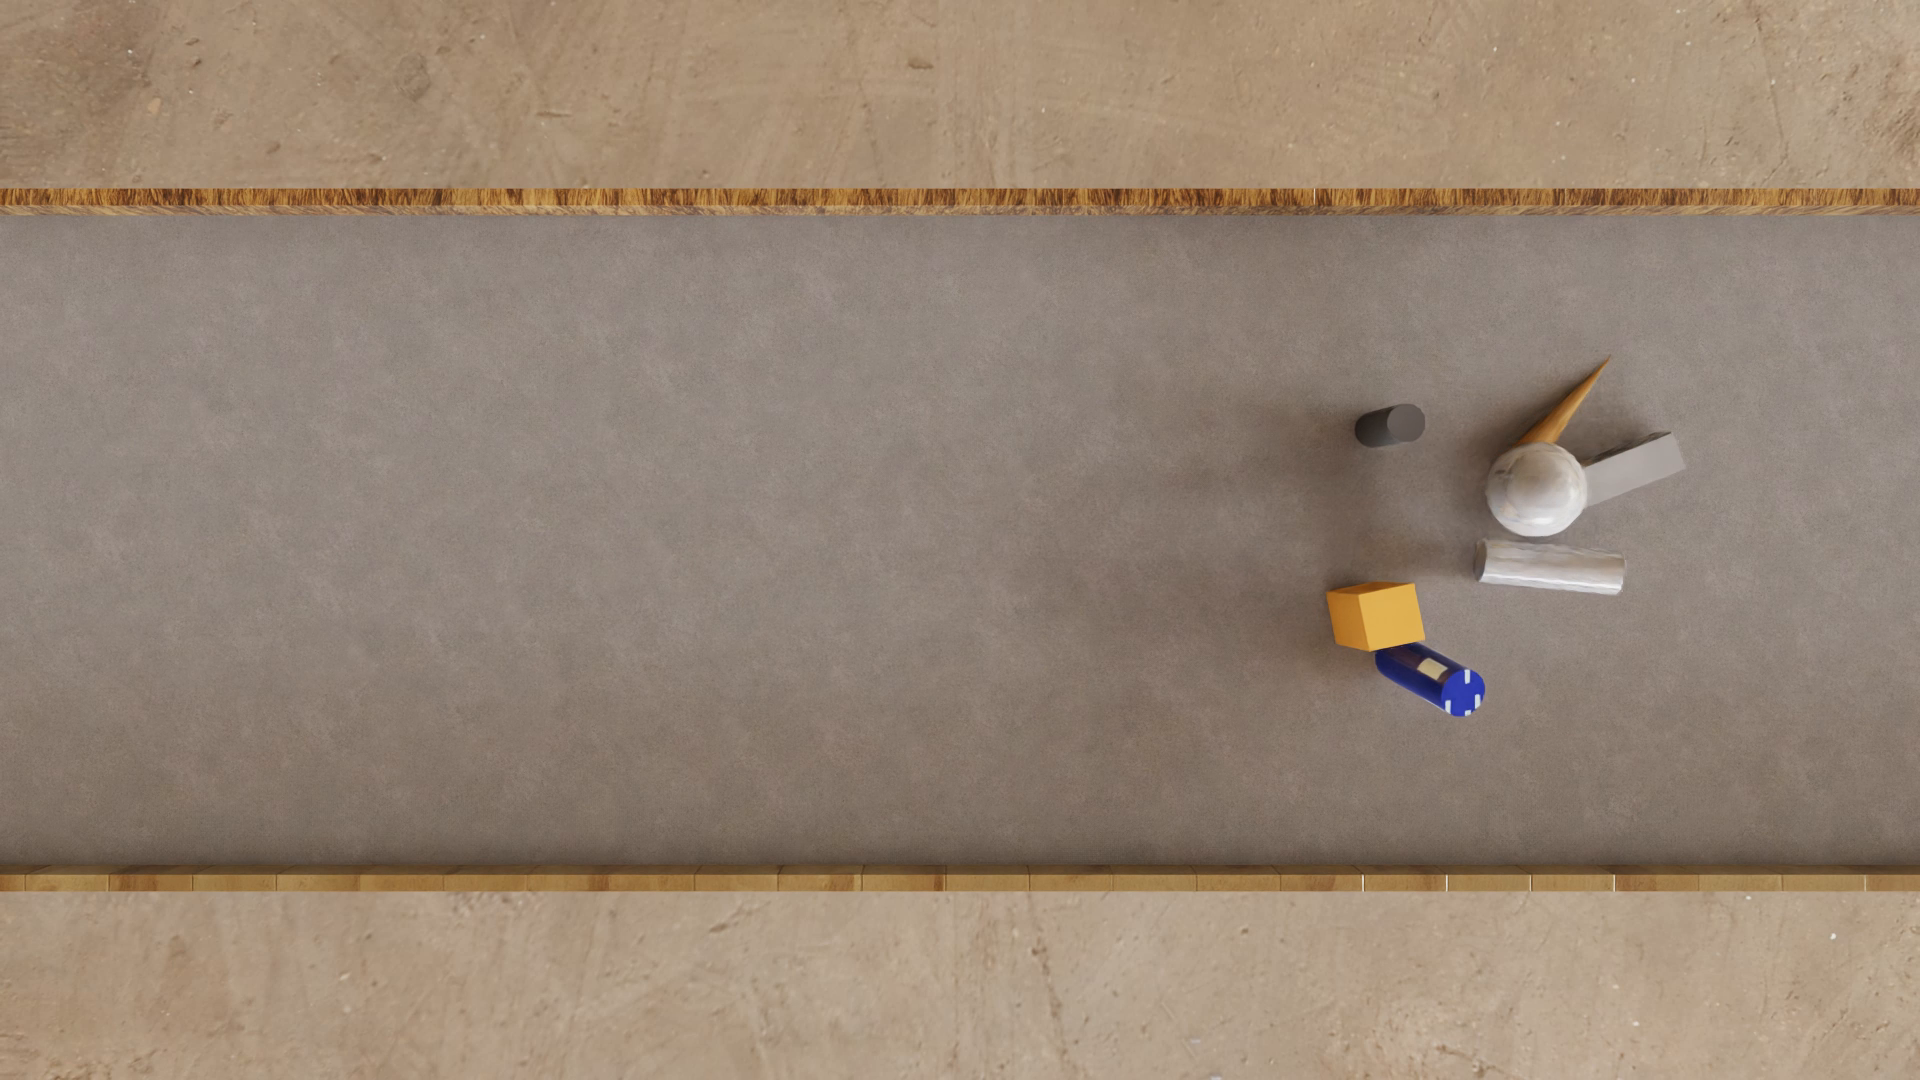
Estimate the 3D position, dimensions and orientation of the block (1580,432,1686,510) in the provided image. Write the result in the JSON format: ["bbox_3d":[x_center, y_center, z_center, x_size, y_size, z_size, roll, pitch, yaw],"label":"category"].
[{"bbox_3d":[1.958,-0.194,5.009,0.428,0.116,0.116,-22,95,1],"label":"block"}]

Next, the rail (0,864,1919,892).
[{"bbox_3d":[-2.247,1.025,5.001,12.000,0.150,0.050,0,90,0],"label":"rail"}]

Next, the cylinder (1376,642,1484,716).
[{"bbox_3d":[1.386,0.397,4.881,0.141,0.366,0.141,-4,104,-16],"label":"cylinder"}]

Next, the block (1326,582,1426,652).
[{"bbox_3d":[1.226,0.222,4.890,0.164,0.368,0.164,-12,90,-2],"label":"block"}]

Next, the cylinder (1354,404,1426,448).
[{"bbox_3d":[1.268,-0.336,4.877,0.109,0.397,0.109,0,91,0],"label":"cylinder"}]

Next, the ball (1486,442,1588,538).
[{"bbox_3d":[1.681,-0.148,4.814,0.279,0.279,0.279,0,90,0],"label":"ball"}]

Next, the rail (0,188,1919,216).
[{"bbox_3d":[-2.247,-1.025,5.002,12.000,0.150,0.050,0,90,0],"label":"rail"}]

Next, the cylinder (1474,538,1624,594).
[{"bbox_3d":[1.783,0.081,5.001,0.409,0.132,0.132,5,90,3],"label":"cylinder"}]

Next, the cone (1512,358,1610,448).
[{"bbox_3d":[1.859,-0.405,5.051,0.101,0.101,0.440,42,83,0],"label":"cone"}]
